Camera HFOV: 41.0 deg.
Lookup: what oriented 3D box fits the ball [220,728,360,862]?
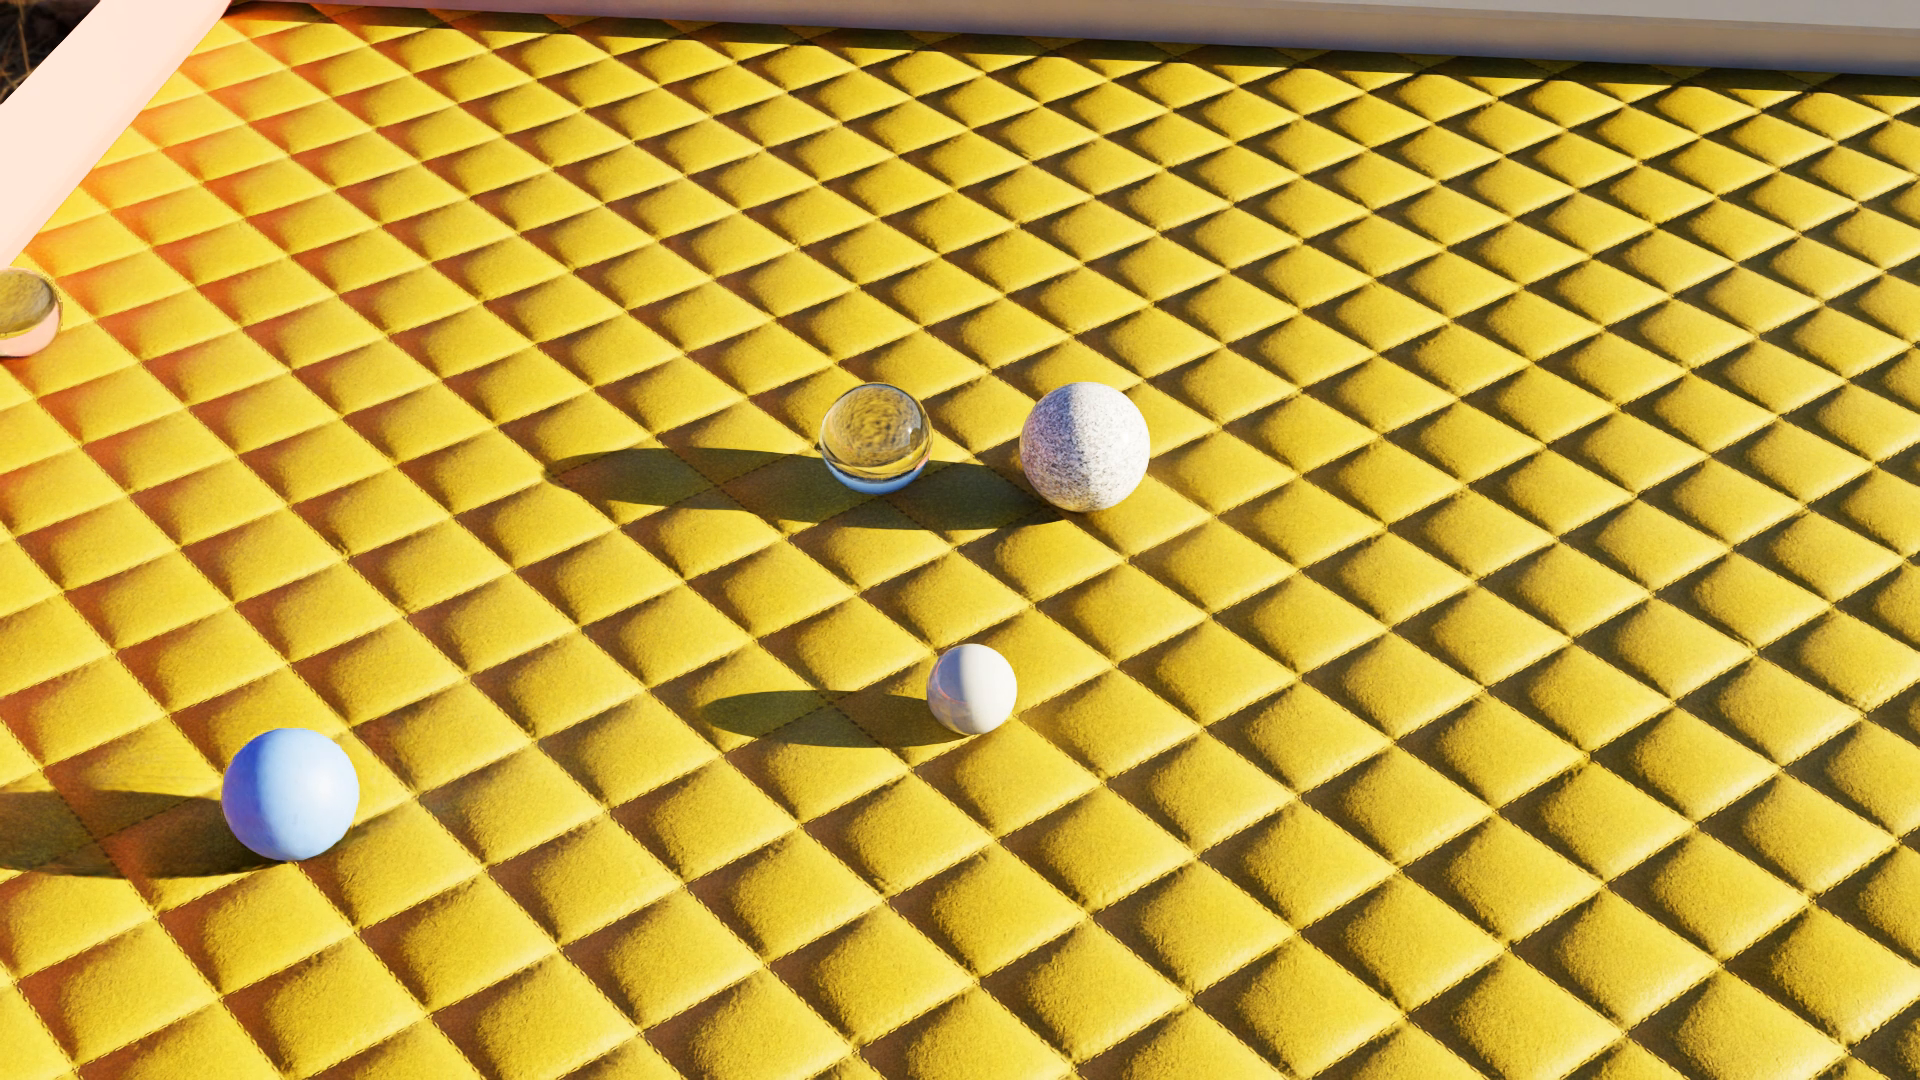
[{"bbox_3d":[-0.414,0.157,1.585,0.083,0.083,0.083,0,35,0],"label":"ball"}]

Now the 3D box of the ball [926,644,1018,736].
[{"bbox_3d":[0.008,0.098,1.688,0.060,0.060,0.060,0,35,0],"label":"ball"}]

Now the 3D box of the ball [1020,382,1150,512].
[{"bbox_3d":[0.092,-0.069,1.894,0.097,0.097,0.097,0,35,0],"label":"ball"}]

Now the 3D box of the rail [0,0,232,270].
[{"bbox_3d":[-0.843,-0.074,1.874,0.045,0.126,1.912,4,35,5],"label":"rail"}]

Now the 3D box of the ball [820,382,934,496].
[{"bbox_3d":[-0.062,-0.076,1.915,0.085,0.085,0.085,0,35,0],"label":"ball"}]

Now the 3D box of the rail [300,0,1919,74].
[{"bbox_3d":[0.969,-0.497,2.478,3.488,0.126,0.045,4,35,5],"label":"rail"}]

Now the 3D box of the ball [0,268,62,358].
[{"bbox_3d":[-0.767,-0.184,2.080,0.073,0.073,0.073,0,35,0],"label":"ball"}]
